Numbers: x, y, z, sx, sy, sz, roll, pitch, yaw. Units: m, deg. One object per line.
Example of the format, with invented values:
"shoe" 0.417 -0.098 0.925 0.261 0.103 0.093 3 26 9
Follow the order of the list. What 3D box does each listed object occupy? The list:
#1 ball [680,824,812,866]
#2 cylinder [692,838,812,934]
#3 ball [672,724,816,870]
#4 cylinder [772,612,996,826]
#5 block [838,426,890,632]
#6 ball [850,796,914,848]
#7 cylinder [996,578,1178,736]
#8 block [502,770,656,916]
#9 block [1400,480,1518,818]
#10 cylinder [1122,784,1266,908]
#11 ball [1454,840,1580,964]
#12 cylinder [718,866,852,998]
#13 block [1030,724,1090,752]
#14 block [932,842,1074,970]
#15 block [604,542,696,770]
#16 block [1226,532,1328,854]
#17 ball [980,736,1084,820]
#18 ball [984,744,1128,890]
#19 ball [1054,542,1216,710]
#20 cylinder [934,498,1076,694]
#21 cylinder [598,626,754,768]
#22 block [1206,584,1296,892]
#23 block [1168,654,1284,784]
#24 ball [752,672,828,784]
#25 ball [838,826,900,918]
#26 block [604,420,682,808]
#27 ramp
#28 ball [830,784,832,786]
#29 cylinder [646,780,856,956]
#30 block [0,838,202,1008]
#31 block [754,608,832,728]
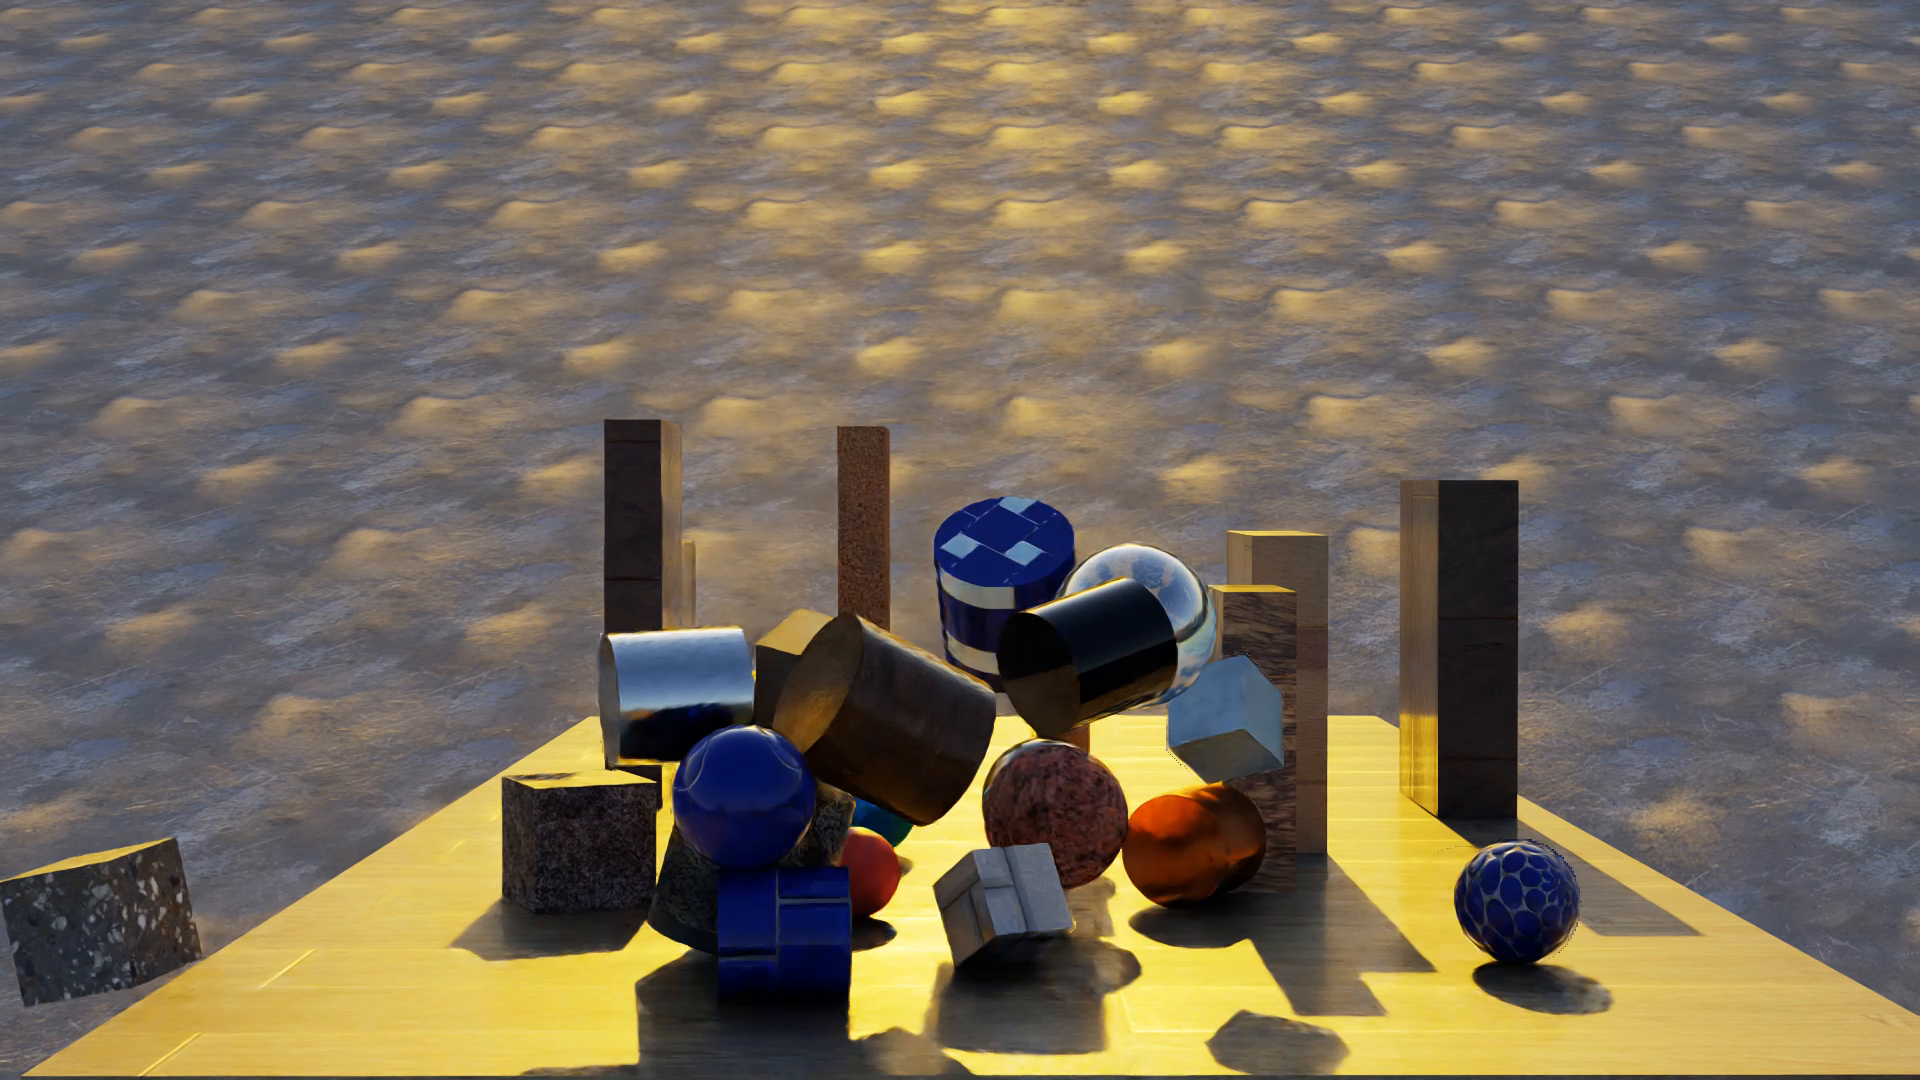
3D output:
"ball" -0.308 0.414 3.712 0.191 0.191 0.191 0 26 0
"cylinder" -0.272 0.452 3.380 0.129 0.129 0.129 -1 26 10
"ball" -0.247 0.294 2.955 0.166 0.166 0.166 0 26 0
"cylinder" -0.092 0.217 3.113 0.195 0.195 0.195 28 17 -23
"block" -0.175 0.141 4.753 0.082 0.693 0.385 0 1 0
"ball" -0.141 0.429 4.120 0.144 0.144 0.144 0 26 0
"cylinder" 0.124 0.113 2.515 0.125 0.125 0.125 -18 32 -35
"block" -0.540 0.425 3.649 0.174 0.174 0.174 -1 1 -25
"block" 0.913 0.189 4.747 0.141 0.597 0.392 0 1 0
"cylinder" 0.332 0.432 3.658 0.158 0.158 0.158 14 7 26
"ball" 0.685 0.445 3.178 0.151 0.151 0.151 0 26 0
"cylinder" -0.202 0.451 2.969 0.149 0.149 0.149 0 26 -5
"block" 0.168 0.279 4.424 0.087 0.432 0.424 0 1 0
"block" 0.051 0.447 3.150 0.110 0.110 0.110 -1 61 -31
"block" -0.638 0.241 5.337 0.140 0.468 0.411 0 1 0
"block" 0.526 0.243 4.314 0.122 0.508 0.385 0 1 0
"ball" 0.132 0.404 3.984 0.200 0.200 0.200 0 26 0
"ball" 0.128 0.371 3.453 0.195 0.195 0.195 0 26 0
"ball" 0.192 0.096 2.870 0.185 0.185 0.185 0 26 0
"cylinder" 0.071 0.081 3.777 0.204 0.204 0.204 -4 39 3
"cylinder" -0.343 0.188 3.110 0.160 0.160 0.160 -3 26 -17
"block" 0.432 0.289 3.850 0.106 0.435 0.258 0 1 0
"block" 0.337 0.229 3.278 0.107 0.107 0.107 -18 51 28
"ball" -0.270 0.283 3.524 0.207 0.207 0.207 0 26 0
"ball" -0.144 0.452 3.508 0.124 0.124 0.124 0 26 0
"block" -0.594 0.131 4.866 0.103 0.708 0.353 0 1 0
"ramp" 0.060 0.541 4.577 2.000 0.100 4.000 0 1 0
"ball" -0.235 0.433 4.388 0.125 0.125 0.125 0 26 0
"cylinder" -0.255 0.393 3.168 0.210 0.210 0.210 16 1 0
"block" -1.055 0.468 3.172 0.154 0.154 0.154 -12 1 15
"block" -0.189 0.179 3.395 0.117 0.117 0.117 14 28 21
